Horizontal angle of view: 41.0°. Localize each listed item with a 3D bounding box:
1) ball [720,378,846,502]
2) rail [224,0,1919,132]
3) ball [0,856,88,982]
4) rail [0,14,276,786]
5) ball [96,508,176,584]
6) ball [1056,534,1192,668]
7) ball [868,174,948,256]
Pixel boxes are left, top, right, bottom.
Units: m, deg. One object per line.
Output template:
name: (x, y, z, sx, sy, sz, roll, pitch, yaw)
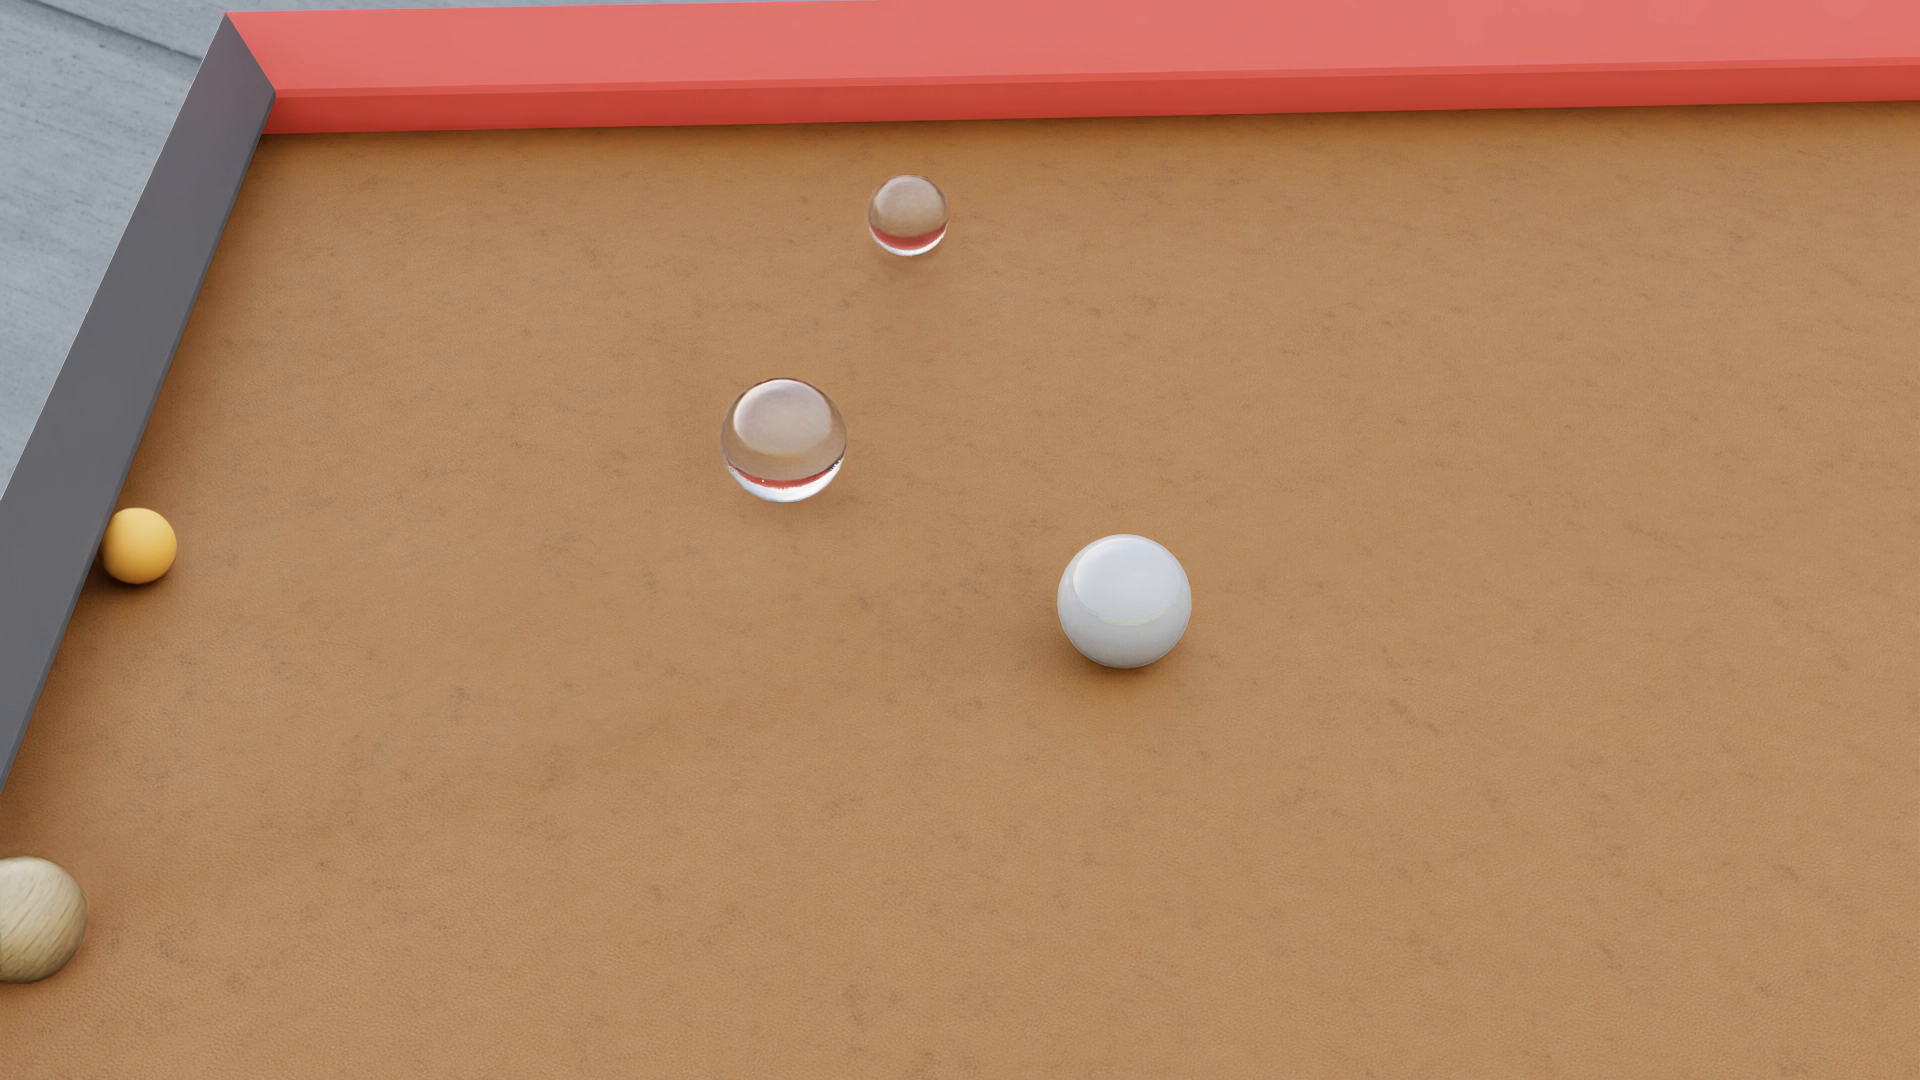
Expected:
ball: (-0.130, -0.074, 1.898, 0.093, 0.093, 0.093, 0, 35, 0)
rail: (0.606, -0.454, 2.411, 2.561, 0.121, 0.045, -2, 35, -2)
ball: (-0.547, 0.221, 1.497, 0.073, 0.073, 0.073, 0, 35, 0)
rail: (-0.616, -0.002, 1.770, 0.045, 0.121, 1.503, -2, 35, -2)
ball: (-0.584, 0.004, 1.820, 0.054, 0.054, 0.054, 0, 35, 0)
ball: (0.111, 0.041, 1.736, 0.091, 0.091, 0.091, 0, 35, 0)
ball: (-0.045, -0.279, 2.209, 0.070, 0.070, 0.070, 0, 35, 0)
